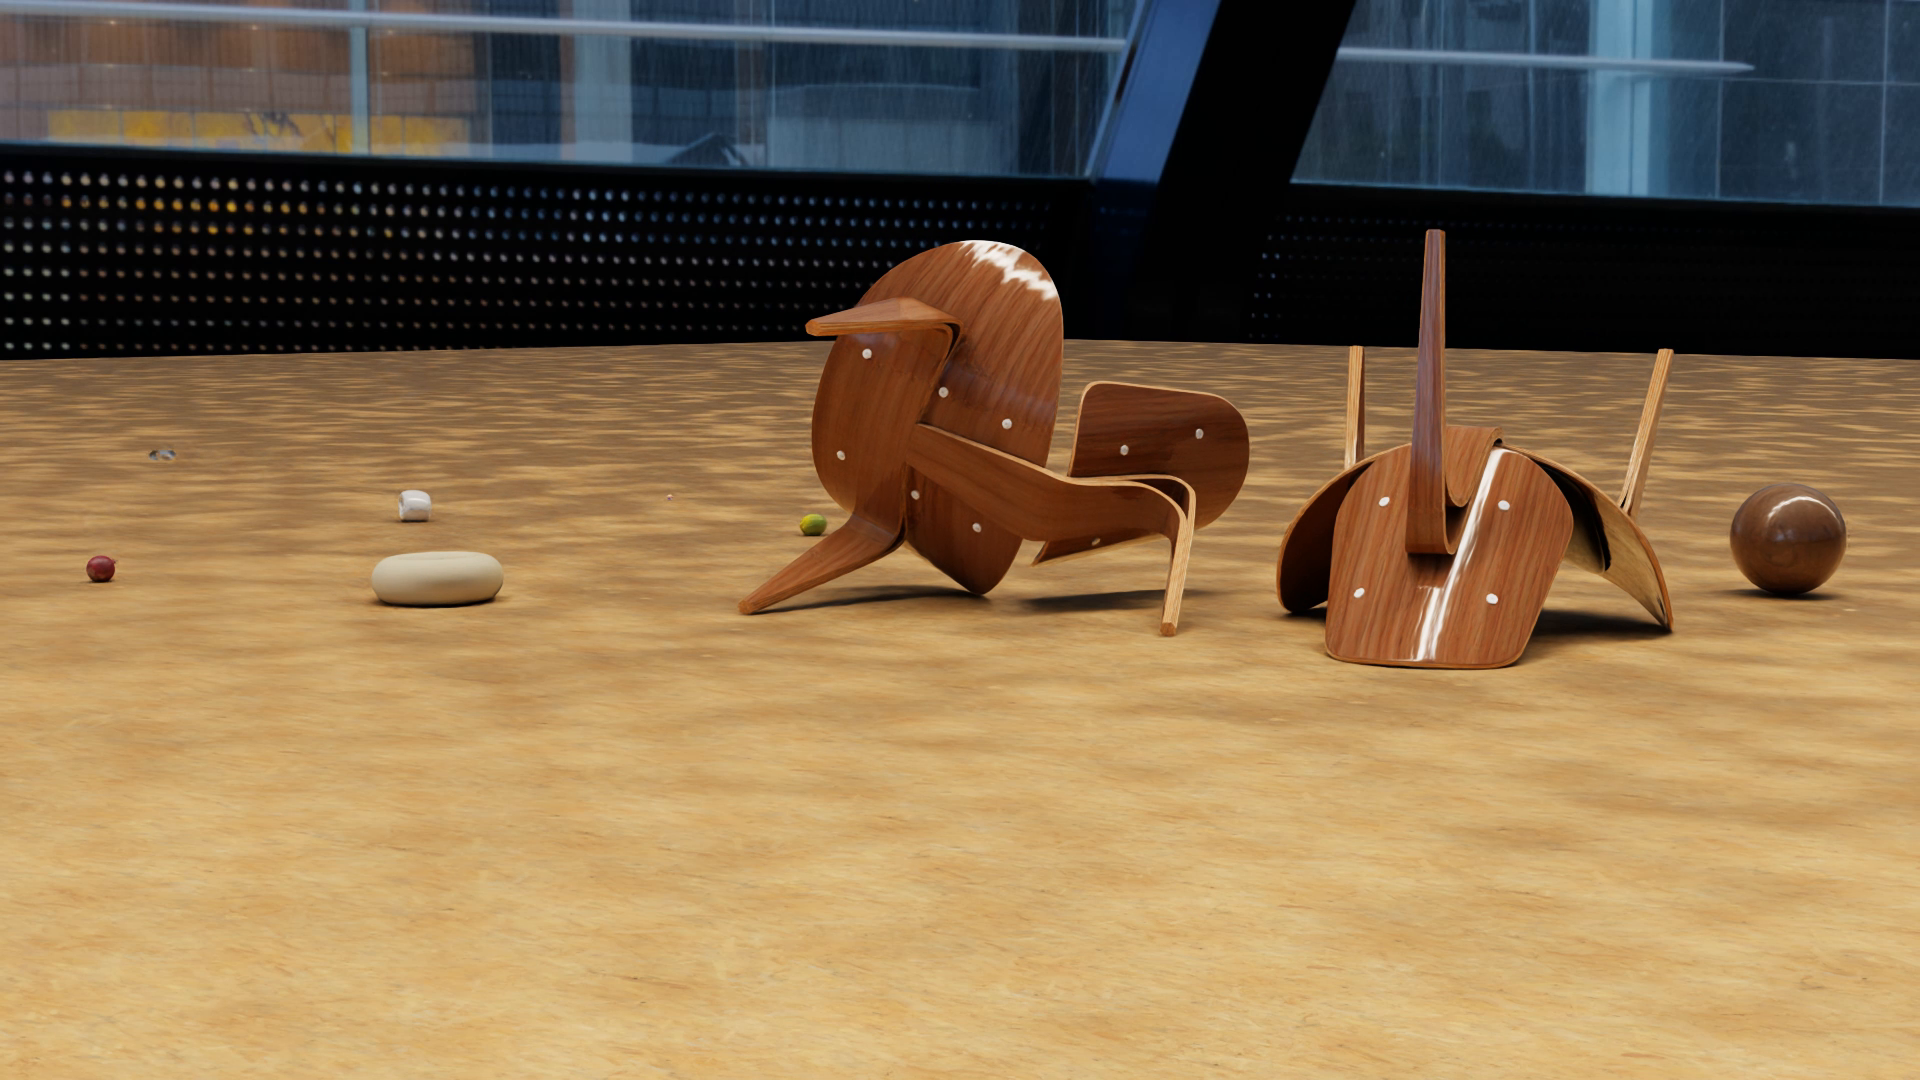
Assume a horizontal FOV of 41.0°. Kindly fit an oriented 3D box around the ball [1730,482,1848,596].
[{"bbox_3d":[1.711,-0.002,5.301,0.232,0.232,0.232,0,6,0],"label":"ball"}]

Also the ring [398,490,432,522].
[{"bbox_3d":[-1.468,-0.092,6.909,0.074,0.083,0.121,3,18,-24],"label":"ring"}]

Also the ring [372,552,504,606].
[{"bbox_3d":[-1.062,0.078,5.216,0.264,0.092,0.272,-1,5,5],"label":"ring"}]
